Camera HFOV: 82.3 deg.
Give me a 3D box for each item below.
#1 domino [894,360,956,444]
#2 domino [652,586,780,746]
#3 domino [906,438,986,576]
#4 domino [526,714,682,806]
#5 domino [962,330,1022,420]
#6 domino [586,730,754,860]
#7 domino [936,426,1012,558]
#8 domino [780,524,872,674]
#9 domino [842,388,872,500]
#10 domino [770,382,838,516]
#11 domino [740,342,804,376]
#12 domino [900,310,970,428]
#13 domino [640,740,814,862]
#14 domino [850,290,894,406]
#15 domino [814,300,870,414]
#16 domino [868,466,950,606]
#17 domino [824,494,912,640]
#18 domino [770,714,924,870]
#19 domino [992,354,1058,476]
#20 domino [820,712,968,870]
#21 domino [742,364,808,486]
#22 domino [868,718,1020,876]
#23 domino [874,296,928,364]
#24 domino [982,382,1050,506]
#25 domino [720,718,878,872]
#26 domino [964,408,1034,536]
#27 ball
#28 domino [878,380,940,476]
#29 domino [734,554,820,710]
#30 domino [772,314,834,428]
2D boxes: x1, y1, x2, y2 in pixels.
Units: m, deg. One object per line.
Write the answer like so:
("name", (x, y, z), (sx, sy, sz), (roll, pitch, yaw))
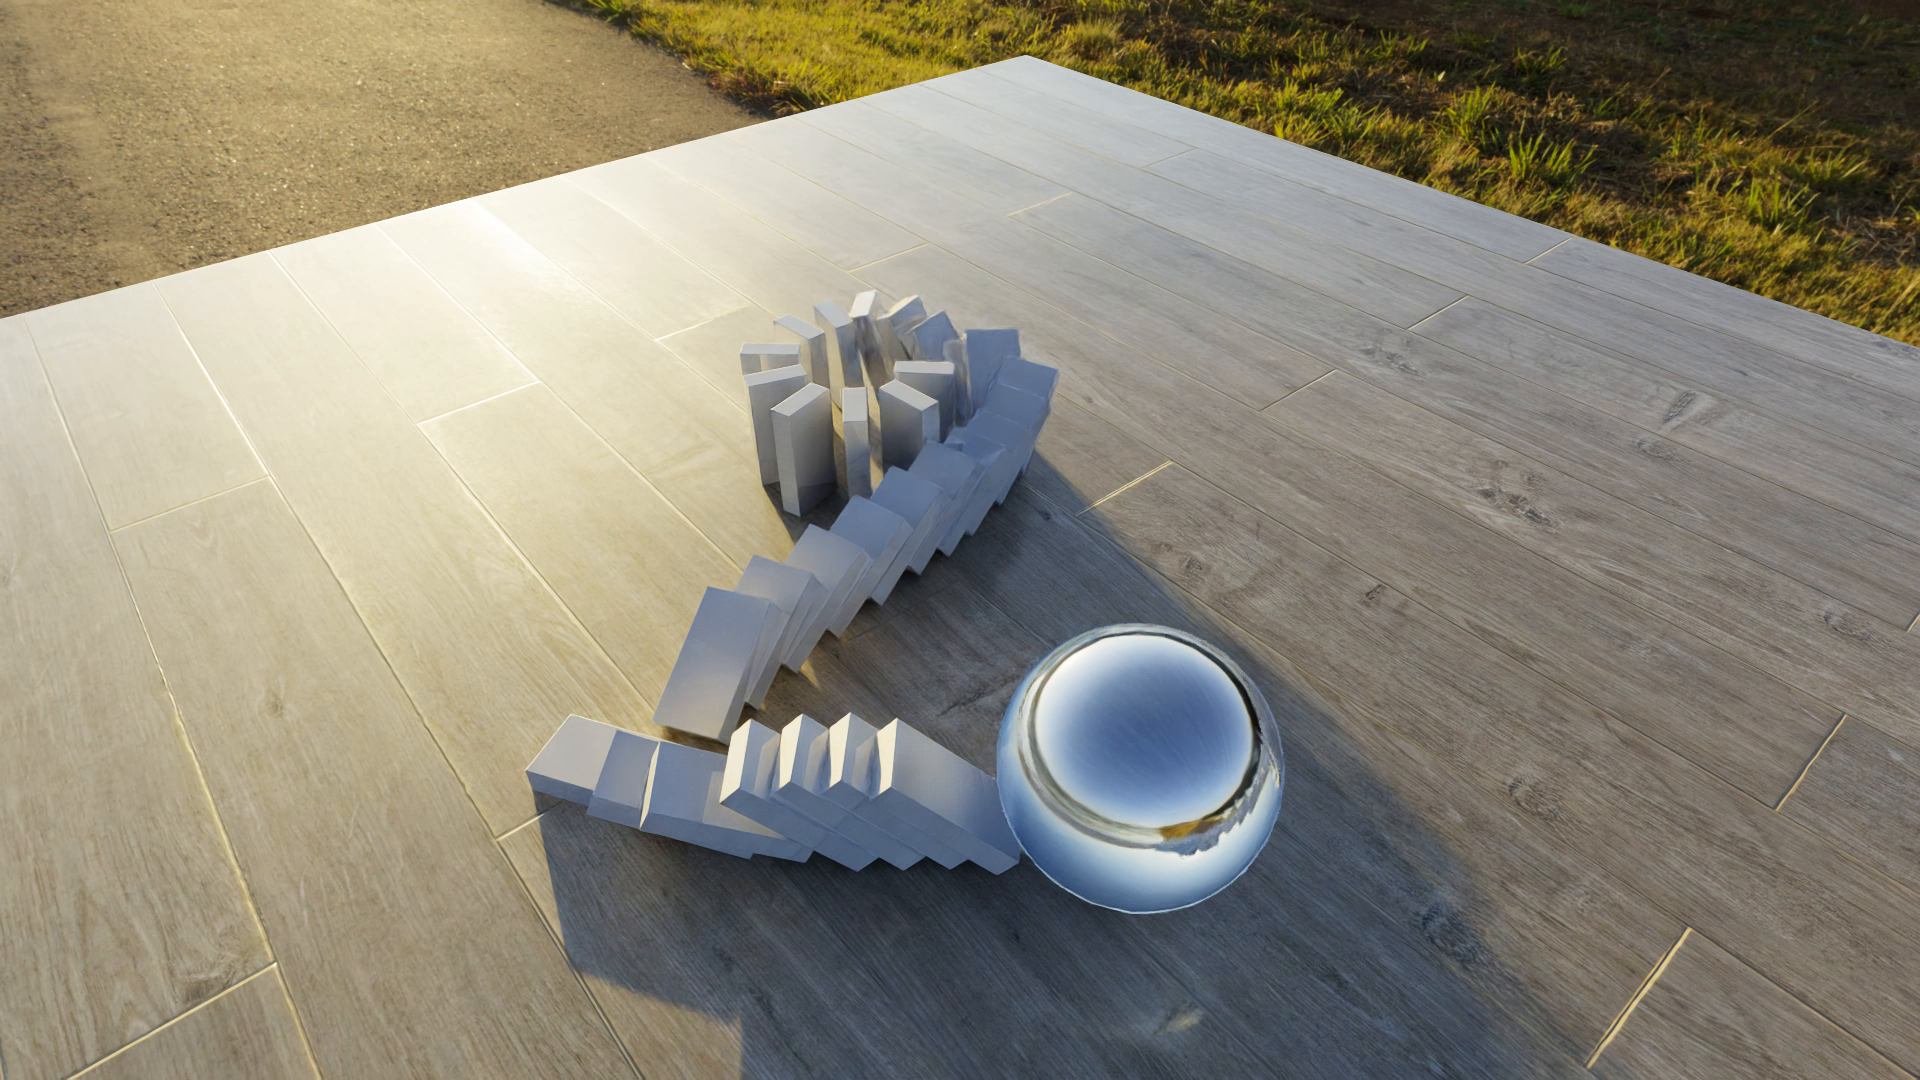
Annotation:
("domino", (-0.015, -0.053, 0.476), (0.025, 0.050, 0.009), (3, 39, 3))
("domino", (-0.082, 0.042, 0.374), (0.025, 0.009, 0.050), (11, 67, 17))
("domino", (-0.014, -0.013, 0.438), (0.025, 0.009, 0.050), (26, 78, 28))
("domino", (-0.110, 0.074, 0.353), (0.050, 0.010, 0.025), (12, 41, 14))
("domino", (0.016, -0.072, 0.507), (0.025, 0.009, 0.050), (-2, 77, -11))
("domino", (-0.084, 0.077, 0.334), (0.050, 0.010, 0.025), (20, 38, -13))
("domino", (-0.003, -0.020, 0.448), (0.025, 0.009, 0.050), (26, 77, 28))
("domino", (-0.057, 0.021, 0.401), (0.025, 0.010, 0.050), (24, 72, 26))
("domino", (-0.042, -0.035, 0.454), (0.010, 0.050, 0.025), (-3, 39, -4))
("domino", (-0.064, -0.037, 0.457), (0.009, 0.050, 0.025), (23, 45, 26))
("domino", (-0.081, -0.063, 0.488), (0.025, 0.050, 0.009), (1, 39, 1))
("domino", (-0.005, -0.079, 0.511), (0.009, 0.050, 0.025), (-19, 17, 46))
("domino", (-0.068, 0.078, 0.327), (0.050, 0.010, 0.025), (17, 38, -20))
("domino", (-0.038, -0.089, 0.520), (0.009, 0.050, 0.025), (-8, 37, 14))
("domino", (-0.055, -0.084, 0.513), (0.010, 0.050, 0.025), (-23, 45, -19))
("domino", (-0.028, -0.002, 0.426), (0.025, 0.010, 0.050), (26, 77, 28))
("domino", (-0.043, 0.009, 0.414), (0.025, 0.010, 0.050), (26, 75, 28))
("domino", (-0.032, 0.075, 0.327), (0.050, 0.009, 0.025), (37, 31, -24))
("domino", (0.024, -0.056, 0.491), (0.025, 0.009, 0.050), (17, 73, 12))
("domino", (-0.018, 0.075, 0.327), (0.050, 0.010, 0.025), (37, 32, -24))
("domino", (-0.077, -0.049, 0.471), (0.025, 0.050, 0.009), (-15, 42, -17))
("domino", (-0.004, 0.076, 0.325), (0.050, 0.010, 0.025), (36, 32, -25))
("domino", (-0.020, -0.086, 0.517), (0.009, 0.050, 0.025), (-2, 31, 39))
("domino", (0.017, -0.042, 0.475), (0.025, 0.009, 0.050), (22, 74, 21))
("domino", (-0.046, 0.076, 0.326), (0.050, 0.009, 0.025), (35, 31, -26))
("domino", (0.007, -0.029, 0.460), (0.025, 0.009, 0.050), (25, 76, 28))
("ball", (0.050, 0.063, 0.310), (0.080, 0.080, 0.080), (0, 39, 0))
("domino", (-0.021, -0.039, 0.459), (0.025, 0.050, 0.010), (31, 48, 32))
("domino", (-0.072, 0.032, 0.387), (0.025, 0.009, 0.050), (17, 69, 20))
("domino", (-0.071, -0.075, 0.504), (0.025, 0.050, 0.010), (32, 49, 33))
